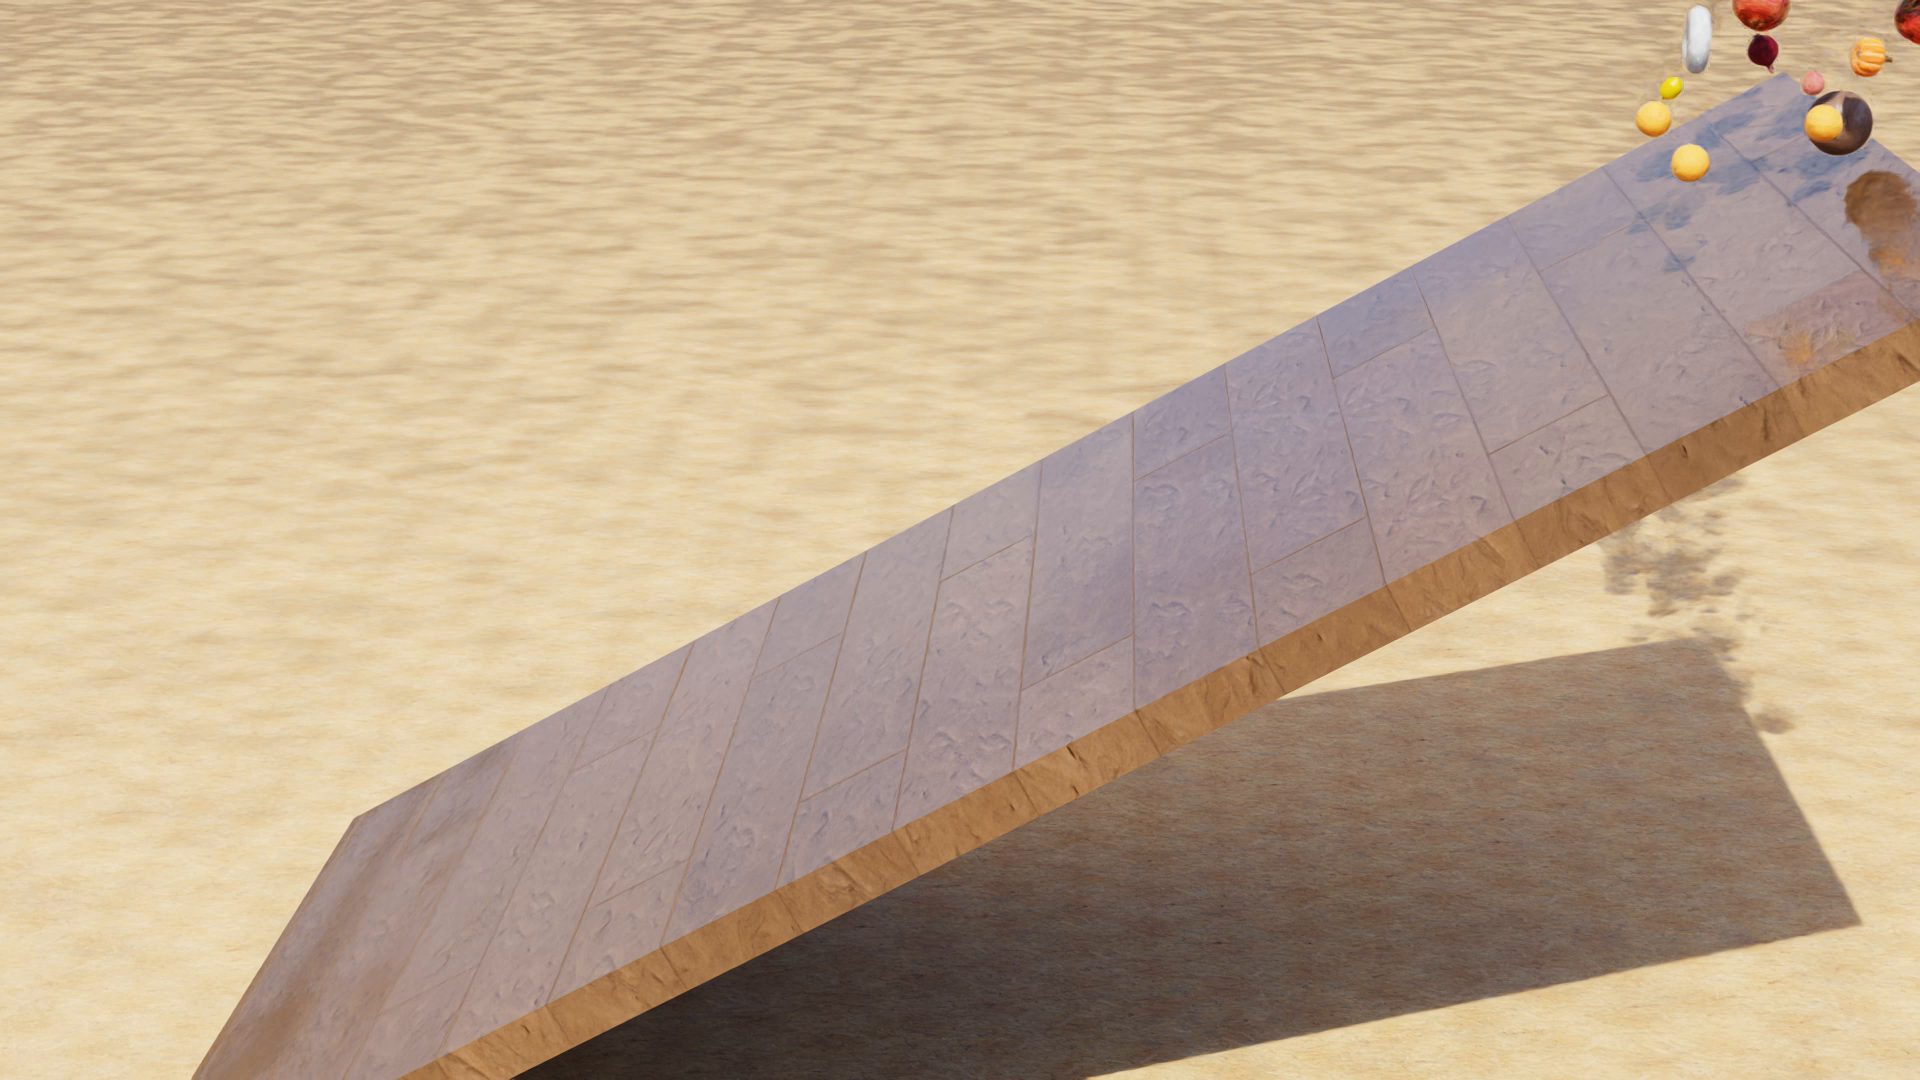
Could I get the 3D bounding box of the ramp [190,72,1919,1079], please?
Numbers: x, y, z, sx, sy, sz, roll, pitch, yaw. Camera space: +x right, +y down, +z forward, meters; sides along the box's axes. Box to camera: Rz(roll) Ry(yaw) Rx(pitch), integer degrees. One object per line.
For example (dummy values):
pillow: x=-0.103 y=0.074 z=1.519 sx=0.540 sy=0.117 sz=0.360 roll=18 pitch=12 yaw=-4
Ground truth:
ramp: x=0.142 y=0.167 z=6.283 sx=4.000 sy=0.100 sz=2.000 roll=-27 pitch=14 yaw=11
